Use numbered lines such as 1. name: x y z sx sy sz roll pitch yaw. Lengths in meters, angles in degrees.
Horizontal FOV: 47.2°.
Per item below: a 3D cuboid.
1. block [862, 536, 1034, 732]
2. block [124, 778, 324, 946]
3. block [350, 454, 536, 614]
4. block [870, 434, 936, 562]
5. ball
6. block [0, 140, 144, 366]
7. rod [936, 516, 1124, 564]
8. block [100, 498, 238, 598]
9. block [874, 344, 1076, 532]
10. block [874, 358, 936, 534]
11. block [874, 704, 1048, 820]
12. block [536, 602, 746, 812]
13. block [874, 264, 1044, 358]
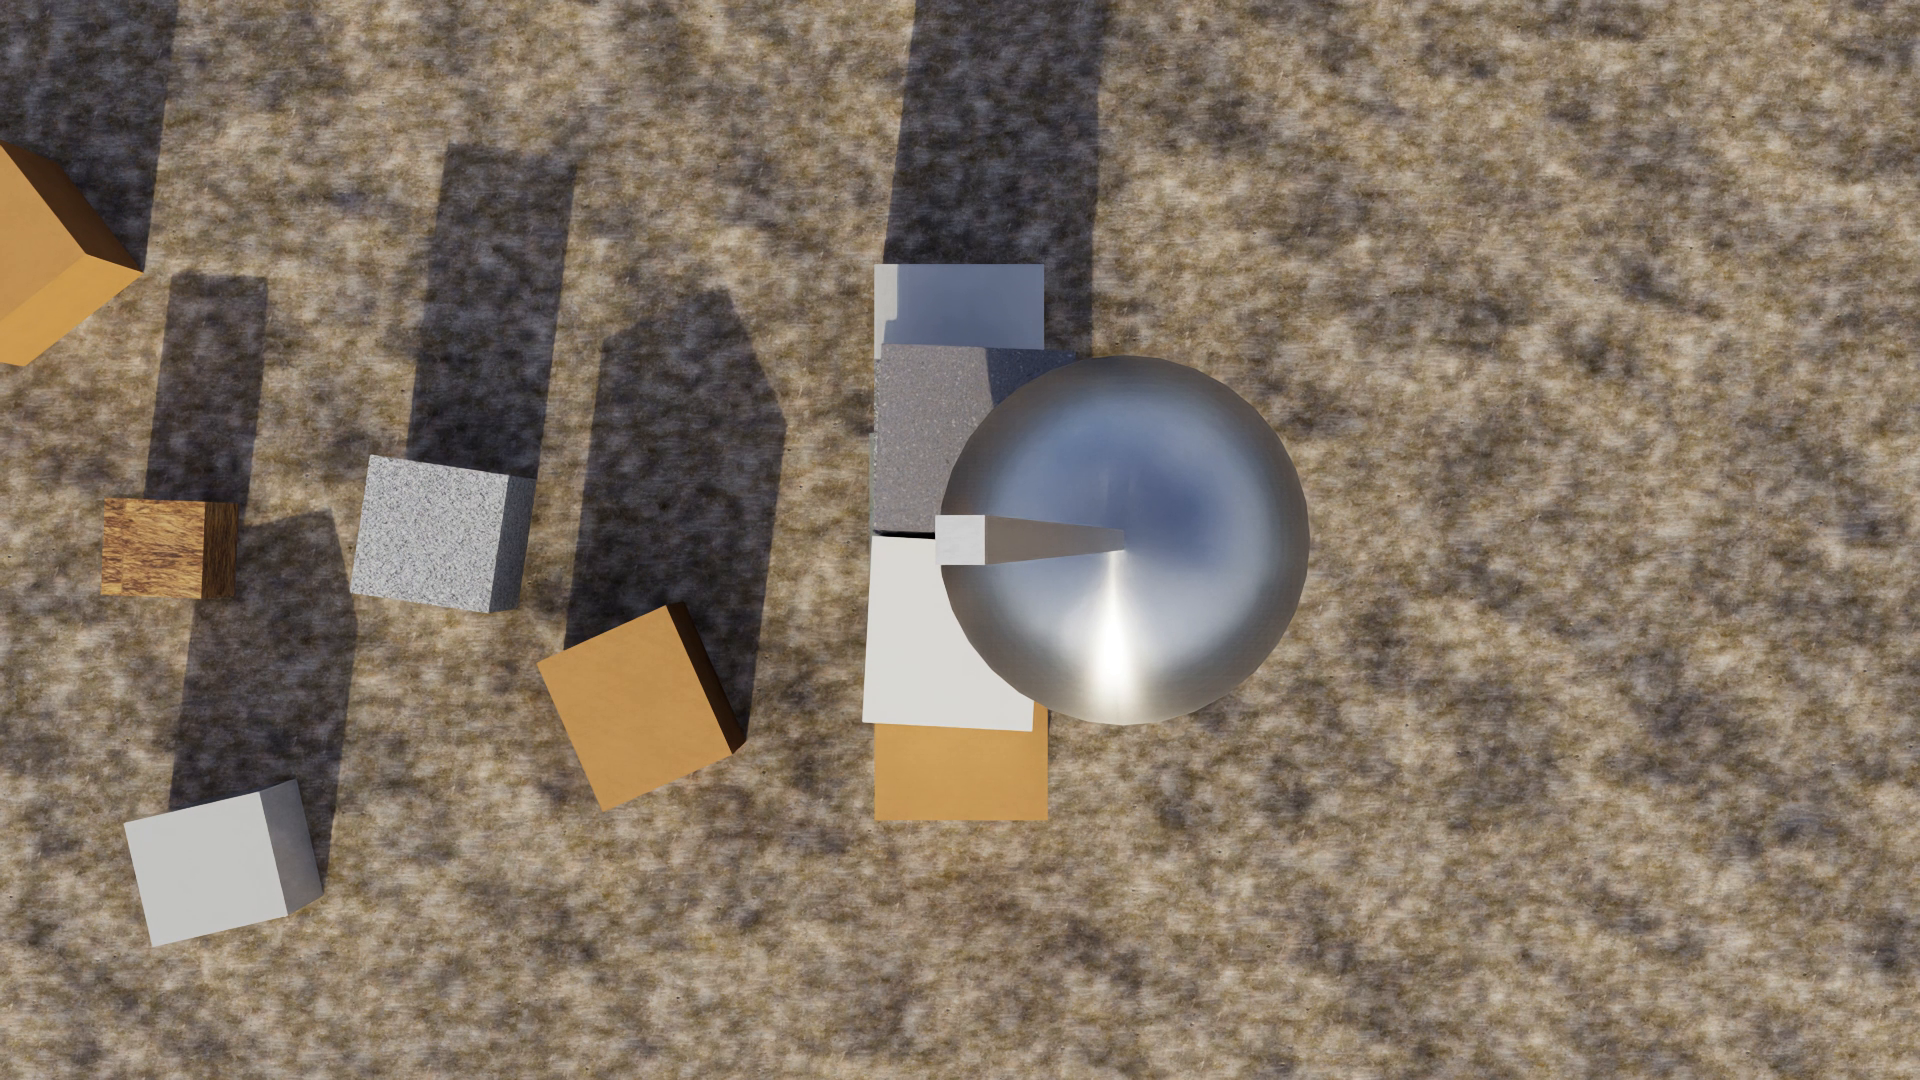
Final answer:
1. block: -0.038 0.466 11.409 0.846 0.926 0.928 3 90 0
2. block: -4.221 1.843 12.654 0.779 0.692 0.713 -13 90 0
3. block: -2.941 -0.034 12.593 0.777 0.814 0.774 9 90 0
4. block: -0.004 -0.011 12.436 0.972 1.128 1.135 0 90 0
5. ball: 0.703 0.000 9.494 1.600 1.600 1.600 0 90 0
6. block: -5.432 -1.627 12.568 0.896 0.863 0.827 -38 90 0
7. rod: 0.305 0.000 6.118 0.080 5.200 0.080 0 90 7
8. block: -4.558 0.047 12.710 0.567 0.579 0.549 2 90 0
9. block: 0.069 -0.467 10.635 0.908 0.731 0.871 2 90 0
10. block: -0.011 -0.468 11.436 0.837 0.872 0.874 0 90 0
11. block: 0.006 1.045 12.478 0.940 1.043 0.957 0 90 0
12. block: -1.806 0.935 12.595 0.786 0.809 0.906 -24 90 0
13. block: -0.004 -1.056 12.575 0.936 0.851 0.936 0 90 0
